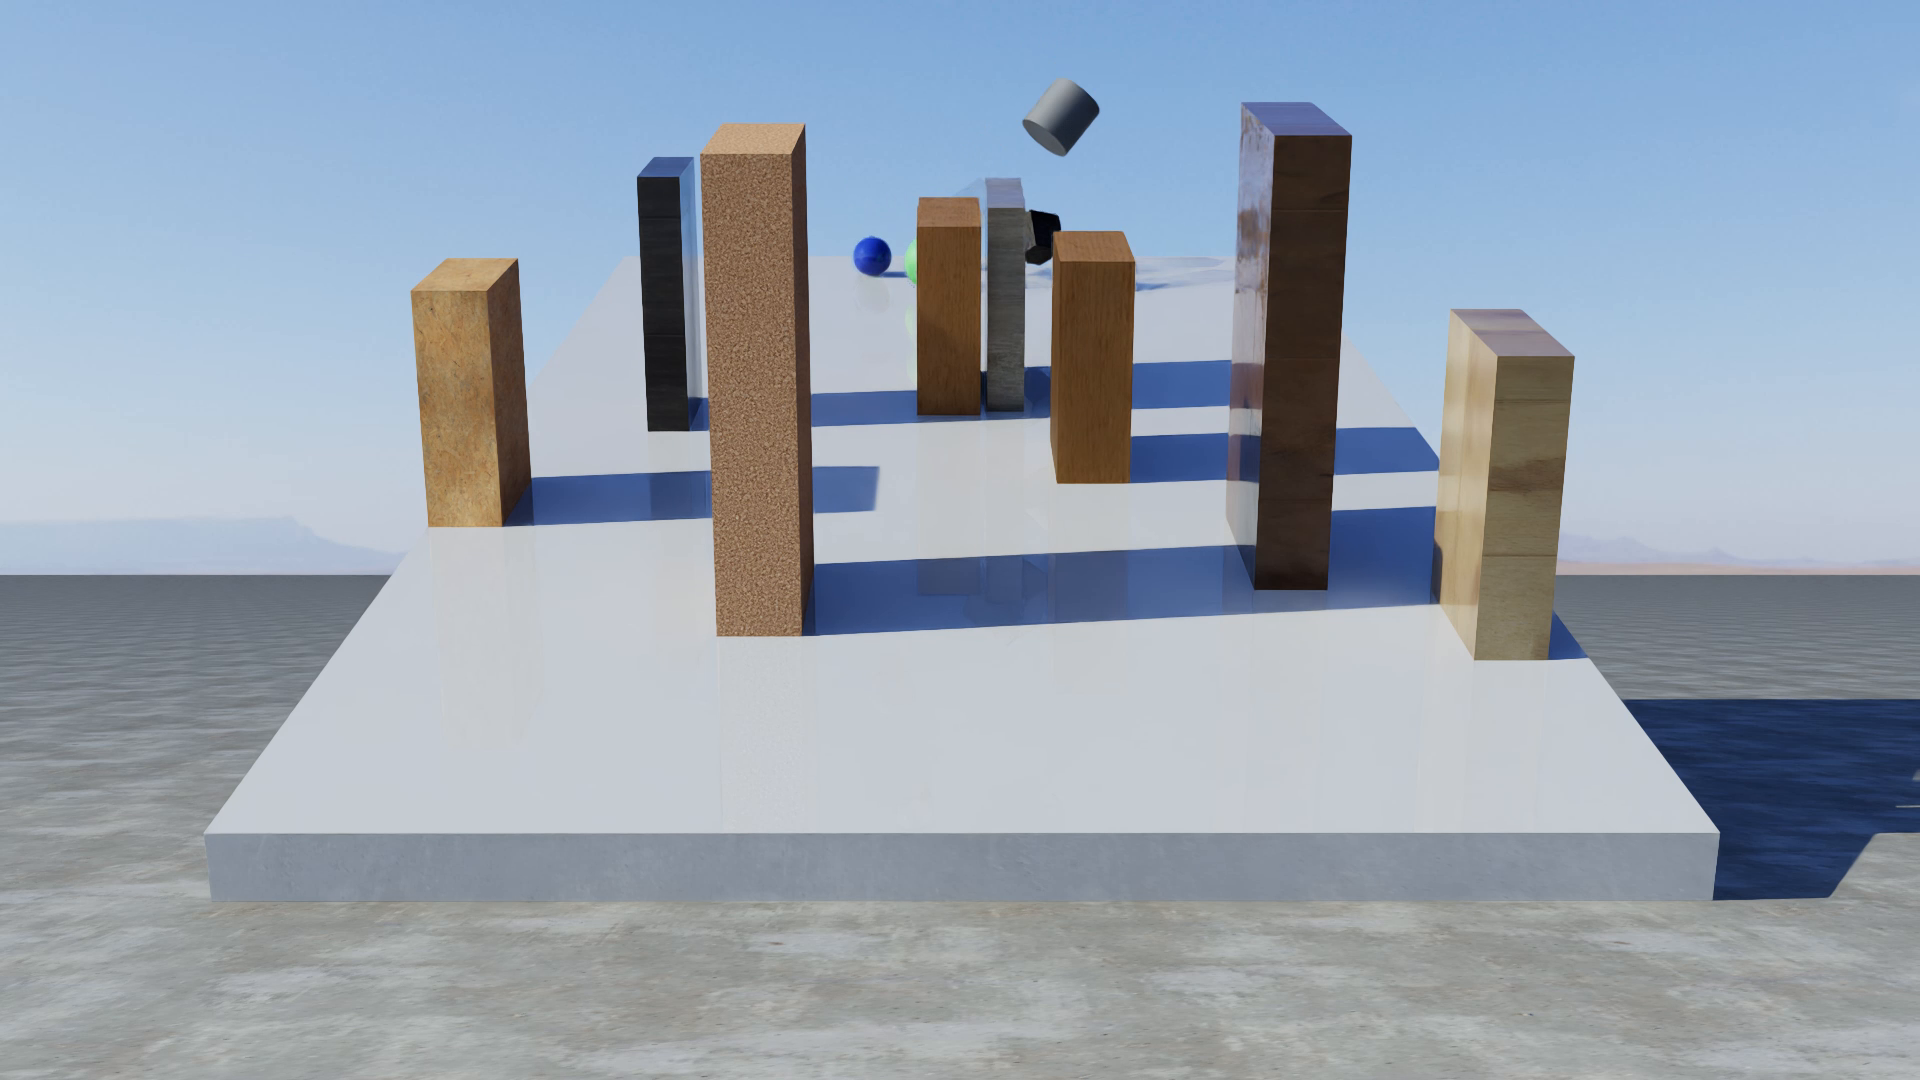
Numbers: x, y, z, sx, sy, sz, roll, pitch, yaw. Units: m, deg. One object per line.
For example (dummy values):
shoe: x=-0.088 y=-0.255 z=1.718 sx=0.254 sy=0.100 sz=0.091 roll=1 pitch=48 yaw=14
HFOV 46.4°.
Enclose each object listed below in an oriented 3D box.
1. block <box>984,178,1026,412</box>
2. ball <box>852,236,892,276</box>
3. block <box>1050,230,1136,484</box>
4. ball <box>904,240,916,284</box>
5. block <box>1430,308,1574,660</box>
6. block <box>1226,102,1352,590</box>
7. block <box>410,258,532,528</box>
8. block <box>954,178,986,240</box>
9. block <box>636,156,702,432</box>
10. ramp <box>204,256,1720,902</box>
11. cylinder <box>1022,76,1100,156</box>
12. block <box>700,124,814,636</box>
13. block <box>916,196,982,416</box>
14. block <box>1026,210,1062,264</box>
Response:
block: x=0.102 y=-0.569 z=5.138 sx=0.083 sy=0.458 sz=0.409 roll=0 pitch=18 yaw=0
ball: x=-0.253 y=-0.819 z=6.457 sx=0.113 sy=0.113 sz=0.113 roll=0 pitch=-1 yaw=0
block: x=0.267 y=-0.378 z=4.567 sx=0.146 sy=0.450 sz=0.331 roll=0 pitch=18 yaw=0
ball: x=-0.076 y=-0.779 z=6.261 sx=0.159 sy=0.159 sz=0.159 roll=0 pitch=-1 yaw=0
block: x=0.874 y=-0.097 z=3.637 sx=0.117 sy=0.495 sz=0.340 roll=0 pitch=18 yaw=0
block: x=0.572 y=-0.352 z=3.954 sx=0.126 sy=0.781 sz=0.431 roll=0 pitch=18 yaw=0
block: x=-0.929 y=-0.287 z=4.281 sx=0.138 sy=0.451 sz=0.310 roll=0 pitch=18 yaw=0
block: x=0.056 y=-0.944 z=6.409 sx=0.110 sy=0.110 sz=0.110 roll=-33 pitch=-30 yaw=9
block: x=-0.632 y=-0.541 z=4.899 sx=0.089 sy=0.551 sz=0.283 roll=0 pitch=18 yaw=0
ramp: x=-0.004 y=-0.187 z=4.868 sx=2.000 sy=0.100 sz=4.000 roll=0 pitch=18 yaw=0
cylinder: x=0.279 y=-1.169 z=6.182 sx=0.154 sy=0.154 sz=0.154 roll=37 pitch=-7 yaw=5
block: x=-0.328 y=-0.269 z=3.694 sx=0.139 sy=0.784 sz=0.350 roll=0 pitch=18 yaw=0
block: x=-0.025 y=-0.540 z=5.104 sx=0.141 sy=0.422 sz=0.392 roll=0 pitch=18 yaw=0
block: x=0.210 y=-0.843 z=6.238 sx=0.107 sy=0.107 sz=0.107 roll=4 pitch=-20 yaw=-39
